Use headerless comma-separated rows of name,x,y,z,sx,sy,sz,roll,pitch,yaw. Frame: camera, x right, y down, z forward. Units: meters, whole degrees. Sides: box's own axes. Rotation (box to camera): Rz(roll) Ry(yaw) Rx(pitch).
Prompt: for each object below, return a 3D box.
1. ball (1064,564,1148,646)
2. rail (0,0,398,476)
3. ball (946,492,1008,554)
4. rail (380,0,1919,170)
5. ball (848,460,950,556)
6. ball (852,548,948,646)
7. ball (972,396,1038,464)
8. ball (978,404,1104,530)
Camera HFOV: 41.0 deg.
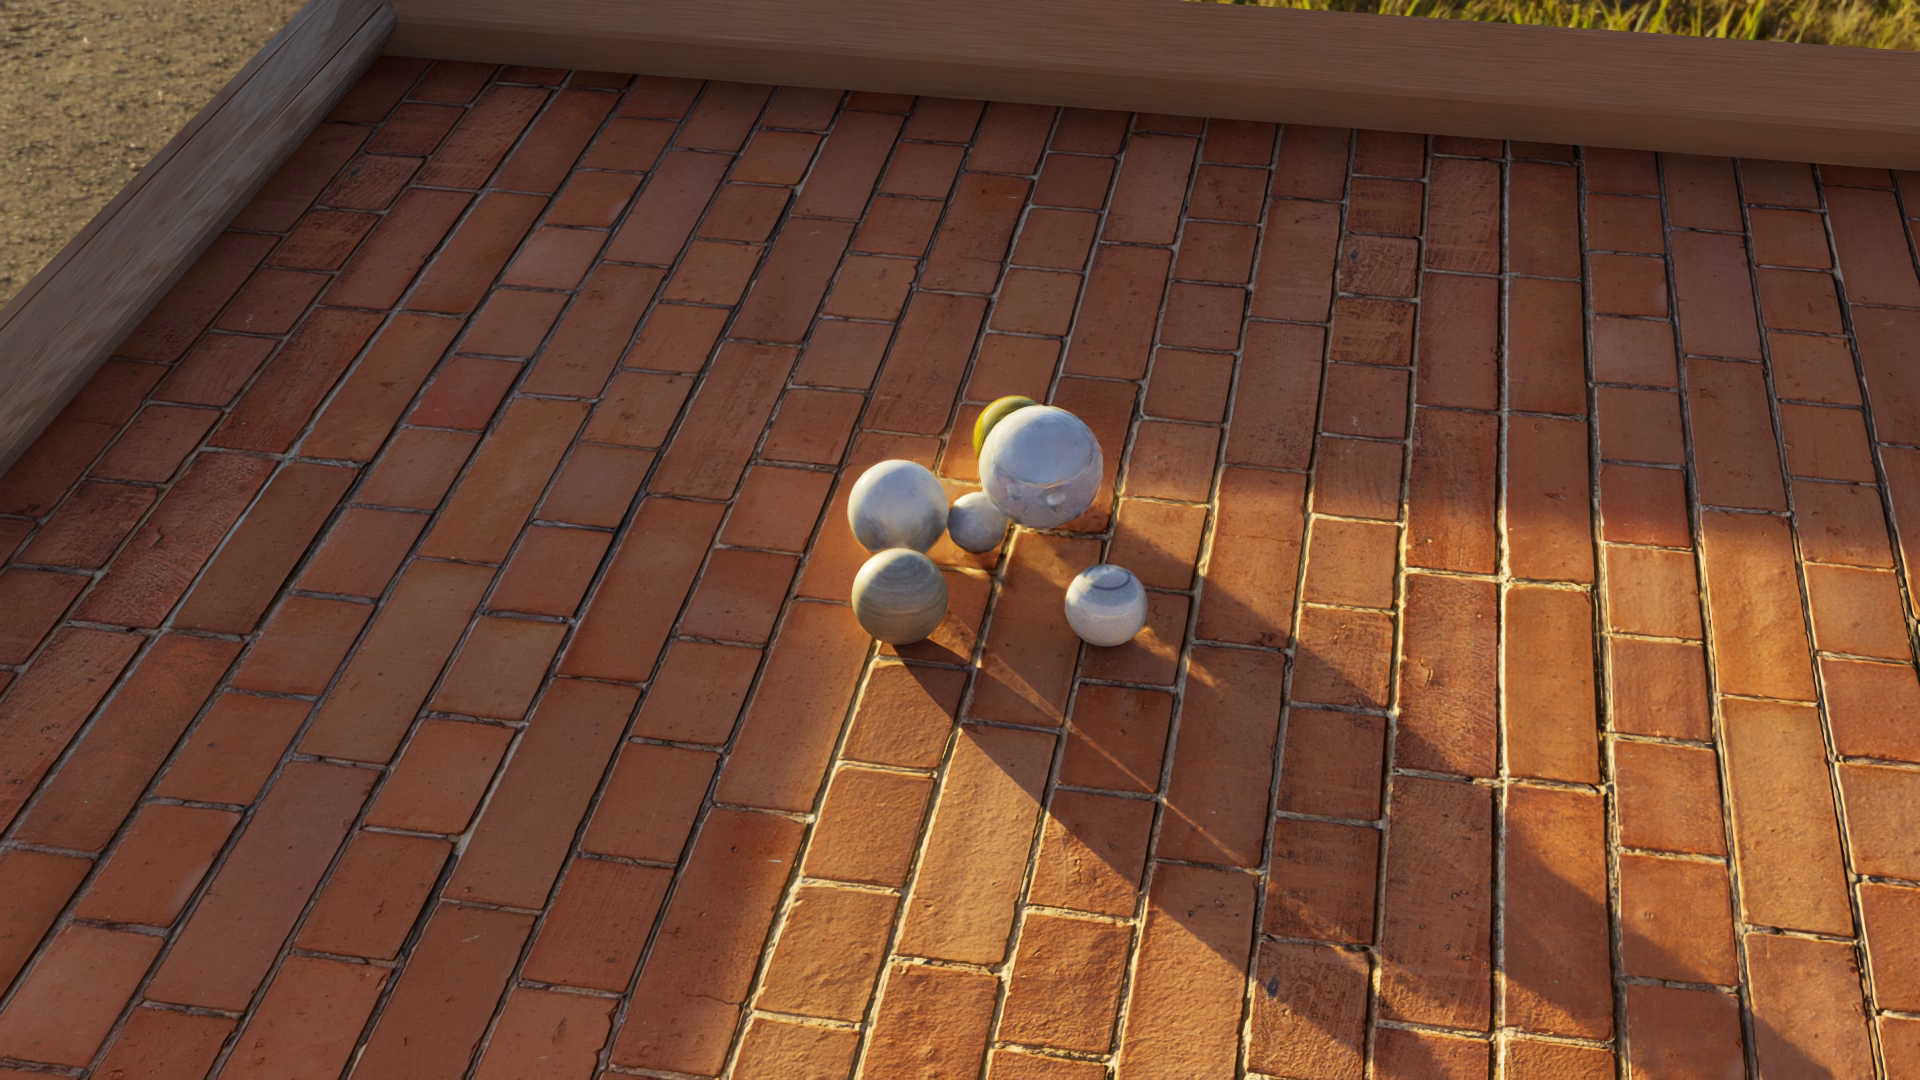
ball,0.109,0.049,1.915,0.062,0.062,0.062,0,34,0
rail,-0.769,-0.104,2.082,0.045,0.125,1.737,6,35,8
ball,0.014,-0.014,2.019,0.048,0.048,0.048,0,34,0
rail,0.942,-0.415,2.537,3.221,0.125,0.045,6,35,8
ball,-0.048,-0.023,2.006,0.079,0.079,0.079,0,34,0
ball,-0.045,0.042,1.915,0.072,0.072,0.072,0,34,0
ball,0.045,-0.082,2.099,0.071,0.071,0.071,0,34,0
ball,0.063,-0.056,1.988,0.096,0.096,0.096,0,34,0
